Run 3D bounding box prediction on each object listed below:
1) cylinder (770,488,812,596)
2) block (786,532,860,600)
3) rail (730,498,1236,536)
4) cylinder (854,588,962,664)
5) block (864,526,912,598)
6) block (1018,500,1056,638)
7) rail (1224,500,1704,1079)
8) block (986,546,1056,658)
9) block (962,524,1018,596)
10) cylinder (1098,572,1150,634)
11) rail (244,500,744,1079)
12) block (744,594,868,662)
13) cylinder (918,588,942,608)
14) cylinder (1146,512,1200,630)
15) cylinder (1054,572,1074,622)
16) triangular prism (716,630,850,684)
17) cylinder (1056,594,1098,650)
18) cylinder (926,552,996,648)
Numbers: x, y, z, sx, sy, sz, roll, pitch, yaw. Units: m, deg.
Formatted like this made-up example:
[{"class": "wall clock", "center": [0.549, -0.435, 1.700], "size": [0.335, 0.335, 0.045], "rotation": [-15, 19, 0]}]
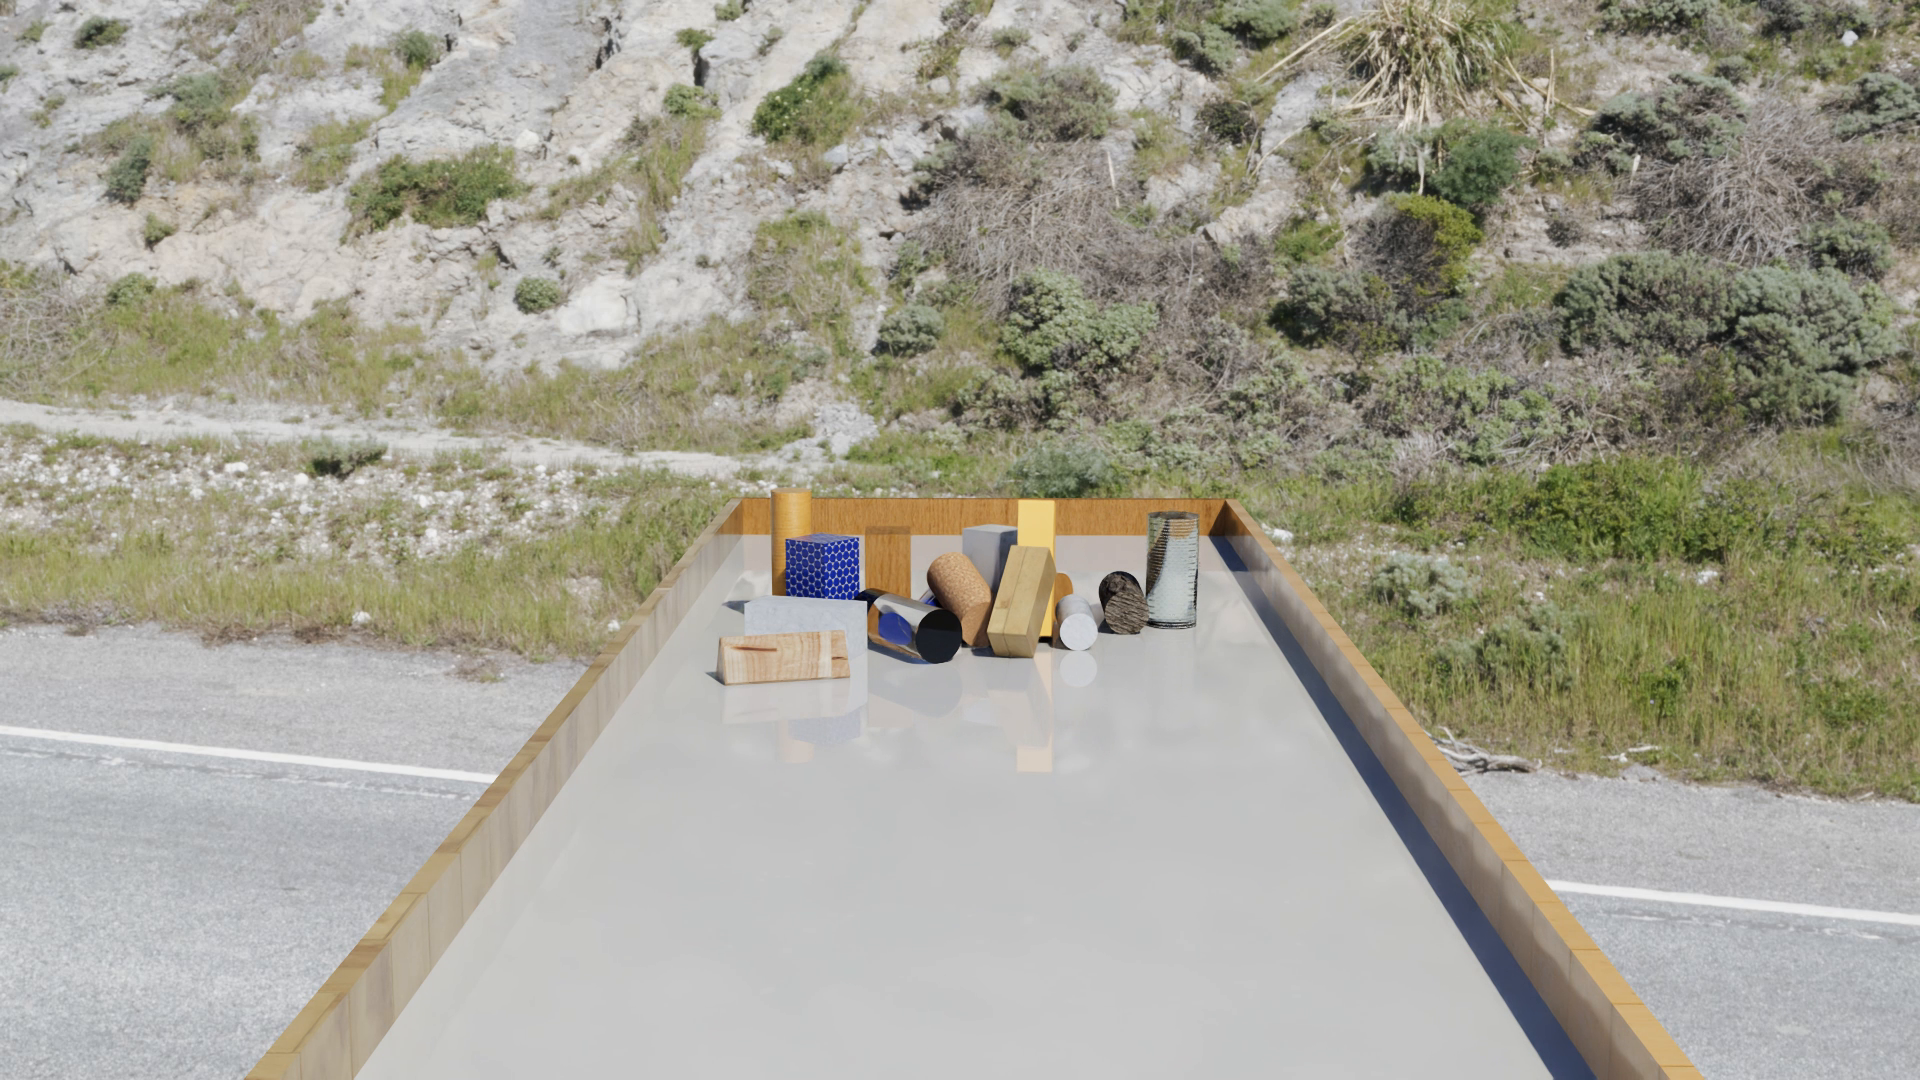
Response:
[{"class": "cylinder", "center": [-0.550, 0.060, 7.198], "size": [0.134, 0.449, 0.134], "rotation": [0, 9, 0]}, {"class": "block", "center": [-0.436, 0.154, 6.998], "size": [0.165, 0.324, 0.165], "rotation": [7, 11, 38]}, {"class": "rail", "center": [0.099, -0.098, 9.147], "size": [2.100, 0.150, 0.050], "rotation": [0, 9, 1]}, {"class": "cylinder", "center": [-0.173, 0.263, 6.815], "size": [0.168, 0.168, 0.419], "rotation": [-5, 11, -31]}, {"class": "block", "center": [-0.235, 0.124, 7.189], "size": [0.148, 0.319, 0.148], "rotation": [0, 12, -2]}, {"class": "block", "center": [0.242, 0.093, 7.009], "size": [0.112, 0.428, 0.112], "rotation": [1, -6, 6]}, {"class": "rail", "center": [1.046, 0.843, 3.208], "size": [0.050, 0.150, 12.000], "rotation": [0, 9, 1]}, {"class": "block", "center": [0.193, 0.189, 6.795], "size": [0.124, 0.124, 0.336], "rotation": [3, 53, 19]}, {"class": "block", "center": [0.115, 0.119, 7.230], "size": [0.155, 0.318, 0.155], "rotation": [7, 10, 38]}, {"class": "cylinder", "center": [0.539, 0.205, 7.258], "size": [0.143, 0.143, 0.377], "rotation": [0, 9, 0]}, {"class": "rail", "center": [-1.004, 0.839, 3.234], "size": [0.050, 0.150, 12.000], "rotation": [0, 9, 1]}, {"class": "block", "center": [-0.475, 0.271, 6.790], "size": [0.342, 0.159, 0.159], "rotation": [3, 9, 18]}, {"class": "cylinder", "center": [-0.093, 0.231, 7.188], "size": [0.114, 0.114, 0.360], "rotation": [1, 9, 9]}, {"class": "cylinder", "center": [0.697, 0.098, 7.221], "size": [0.170, 0.364, 0.170], "rotation": [1, 10, 0]}, {"class": "cylinder", "center": [0.196, 0.176, 7.382], "size": [0.332, 0.162, 0.162], "rotation": [6, 11, 35]}, {"class": "triangular prism", "center": [-0.521, 0.336, 6.459], "size": [0.371, 0.127, 0.147], "rotation": [-3, 9, -16]}, {"class": "cylinder", "center": [0.368, 0.260, 6.995], "size": [0.117, 0.117, 0.334], "rotation": [0, 9, 0]}, {"class": "cylinder", "center": [0.023, 0.188, 7.006], "size": [0.160, 0.160, 0.358], "rotation": [-3, 26, -18]}]
